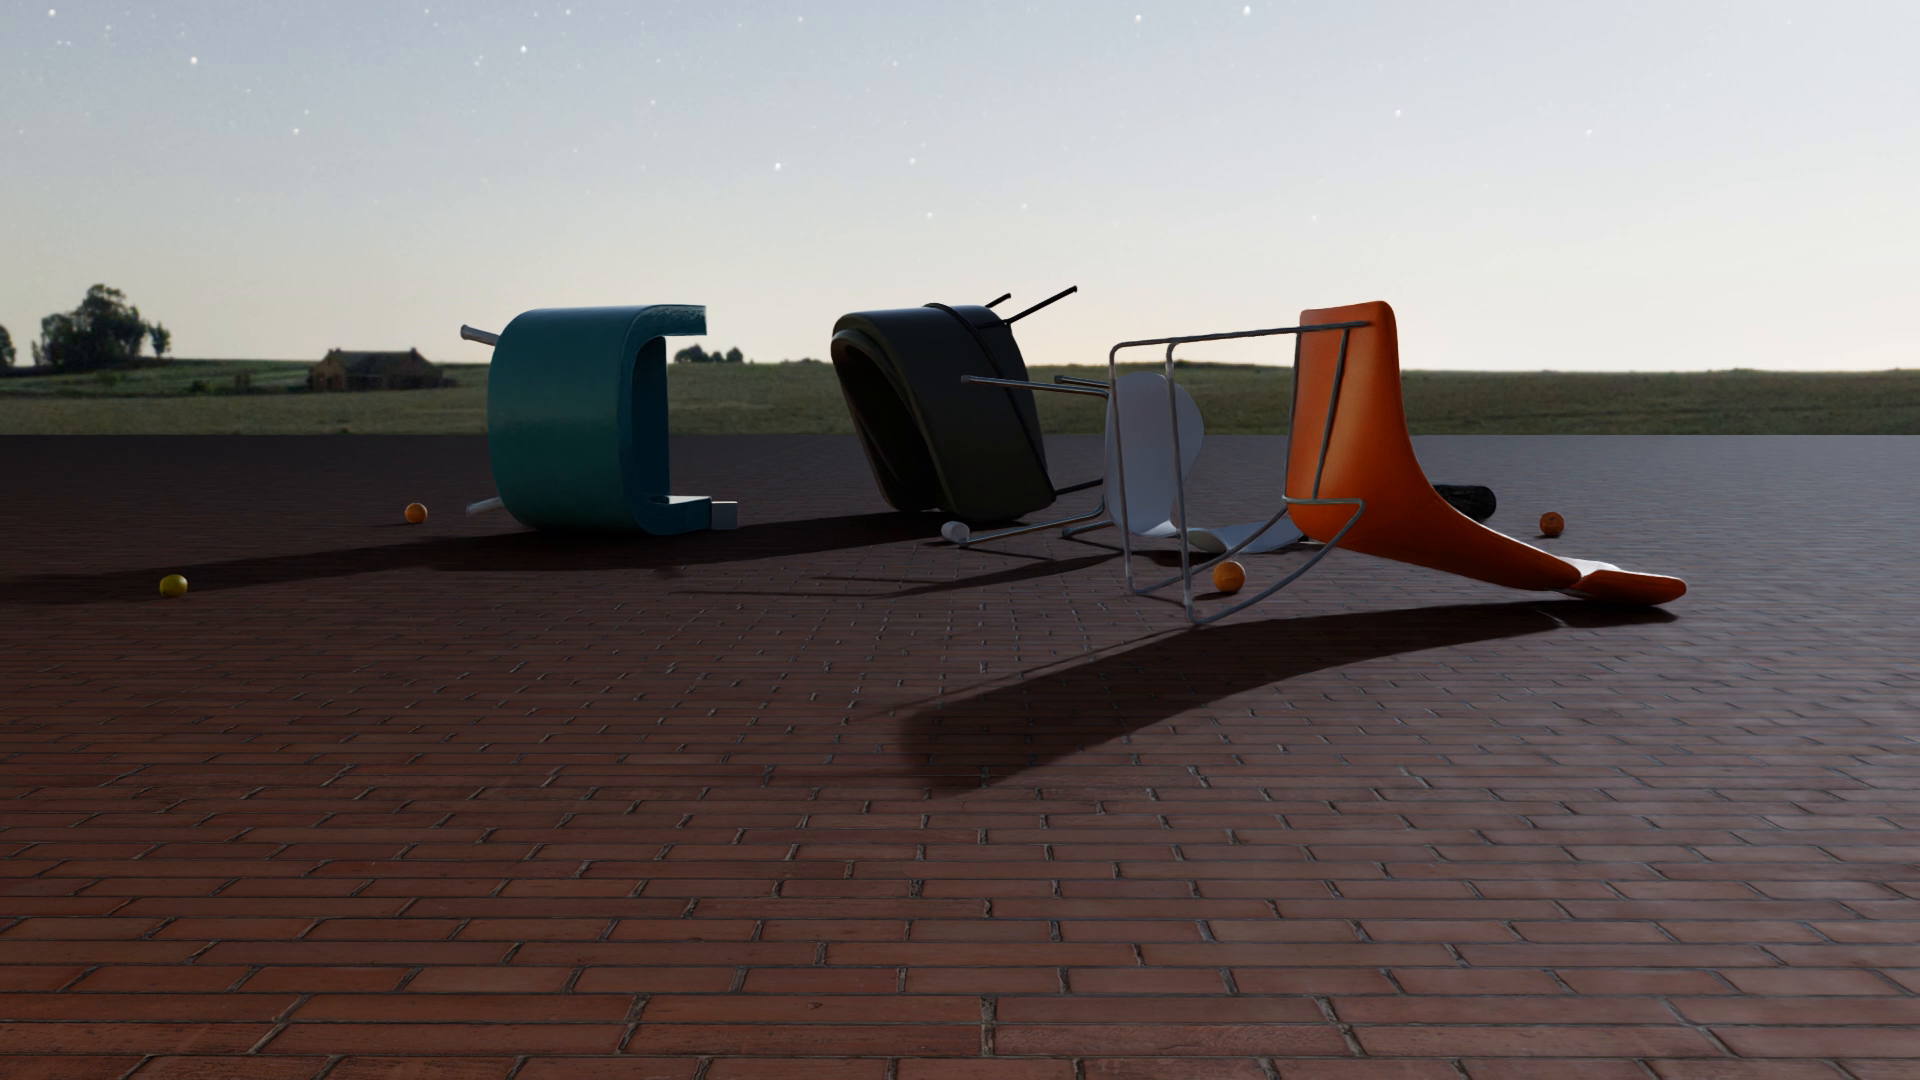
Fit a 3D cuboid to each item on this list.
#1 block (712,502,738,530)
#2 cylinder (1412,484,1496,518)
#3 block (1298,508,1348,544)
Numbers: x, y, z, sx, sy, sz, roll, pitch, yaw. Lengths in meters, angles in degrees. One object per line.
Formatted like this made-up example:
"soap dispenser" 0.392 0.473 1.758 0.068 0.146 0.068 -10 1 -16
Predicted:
"block" -0.756 -0.078 7.064 0.080 0.085 0.076 0 4 -6
"cylinder" 1.735 -0.138 7.724 0.144 0.111 0.261 17 -7 -35
"block" 1.058 -0.040 6.421 0.101 0.097 0.110 -1 4 -21
